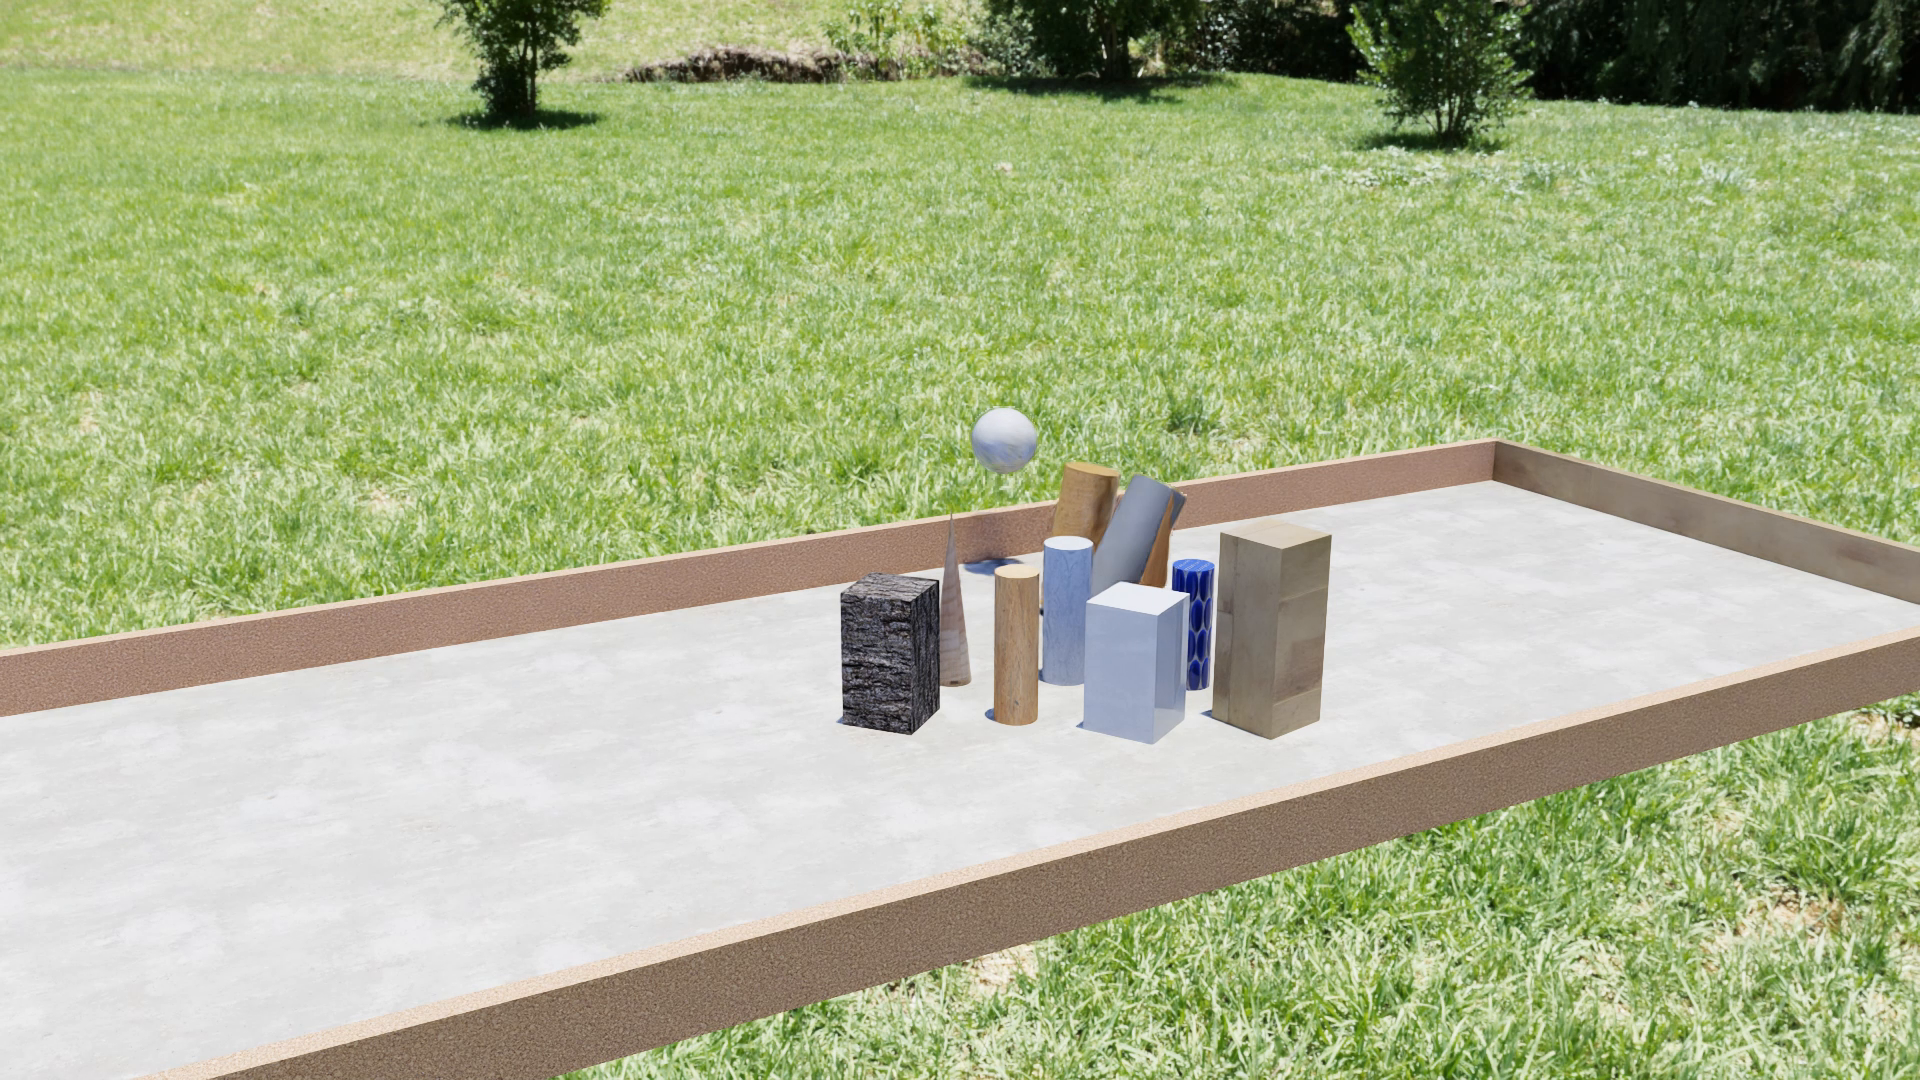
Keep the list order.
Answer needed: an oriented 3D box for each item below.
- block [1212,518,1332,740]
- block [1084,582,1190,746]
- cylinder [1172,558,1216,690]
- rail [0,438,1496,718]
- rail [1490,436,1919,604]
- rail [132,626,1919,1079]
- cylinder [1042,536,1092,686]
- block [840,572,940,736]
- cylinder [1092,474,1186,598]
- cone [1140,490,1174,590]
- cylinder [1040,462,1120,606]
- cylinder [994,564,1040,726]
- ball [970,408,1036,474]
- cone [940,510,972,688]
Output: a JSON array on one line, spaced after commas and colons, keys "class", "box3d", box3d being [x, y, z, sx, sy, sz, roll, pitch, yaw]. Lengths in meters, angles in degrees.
[{"class": "block", "box3d": [0.725, 0.204, 3.846, 0.179, 0.459, 0.179, -14, 21, -39]}, {"class": "block", "box3d": [0.410, 0.283, 3.835, 0.179, 0.313, 0.179, 10, 19, 30]}, {"class": "cylinder", "box3d": [0.573, 0.210, 4.090, 0.104, 0.310, 0.104, 0, 16, 0]}, {"class": "rail", "box3d": [-3.305, 0.497, 3.399, 12.000, 0.150, 0.050, -9, 18, -27]}, {"class": "rail", "box3d": [2.466, -0.048, 5.253, 0.050, 0.150, 2.100, -9, 18, -27]}, {"class": "rail", "box3d": [-2.336, 1.006, 1.665, 12.000, 0.150, 0.050, -9, 18, -27]}, {"class": "cylinder", "box3d": [0.267, 0.178, 4.120, 0.120, 0.356, 0.120, 0, 16, 0]}, {"class": "block", "box3d": [-0.162, 0.264, 3.878, 0.175, 0.326, 0.175, 6, 18, 21]}, {"class": "cylinder", "box3d": [0.447, 0.042, 4.446, 0.157, 0.414, 0.157, 27, -4, 2]}, {"class": "cone", "box3d": [0.514, 0.071, 4.307, 0.111, 0.442, 0.111, 9, 18, -3]}, {"class": "cylinder", "box3d": [0.333, -0.004, 4.614, 0.156, 0.403, 0.156, 10, 12, -2]}, {"class": "cylinder", "box3d": [0.132, 0.247, 3.869, 0.105, 0.364, 0.105, 0, 16, 0]}, {"class": "ball", "box3d": [0.132, -0.298, 4.951, 0.198, 0.198, 0.198, 0, 16, 0]}, {"class": "cone", "box3d": [-0.021, 0.136, 4.093, 0.102, 0.451, 0.102, 0, 16, 0]}]
